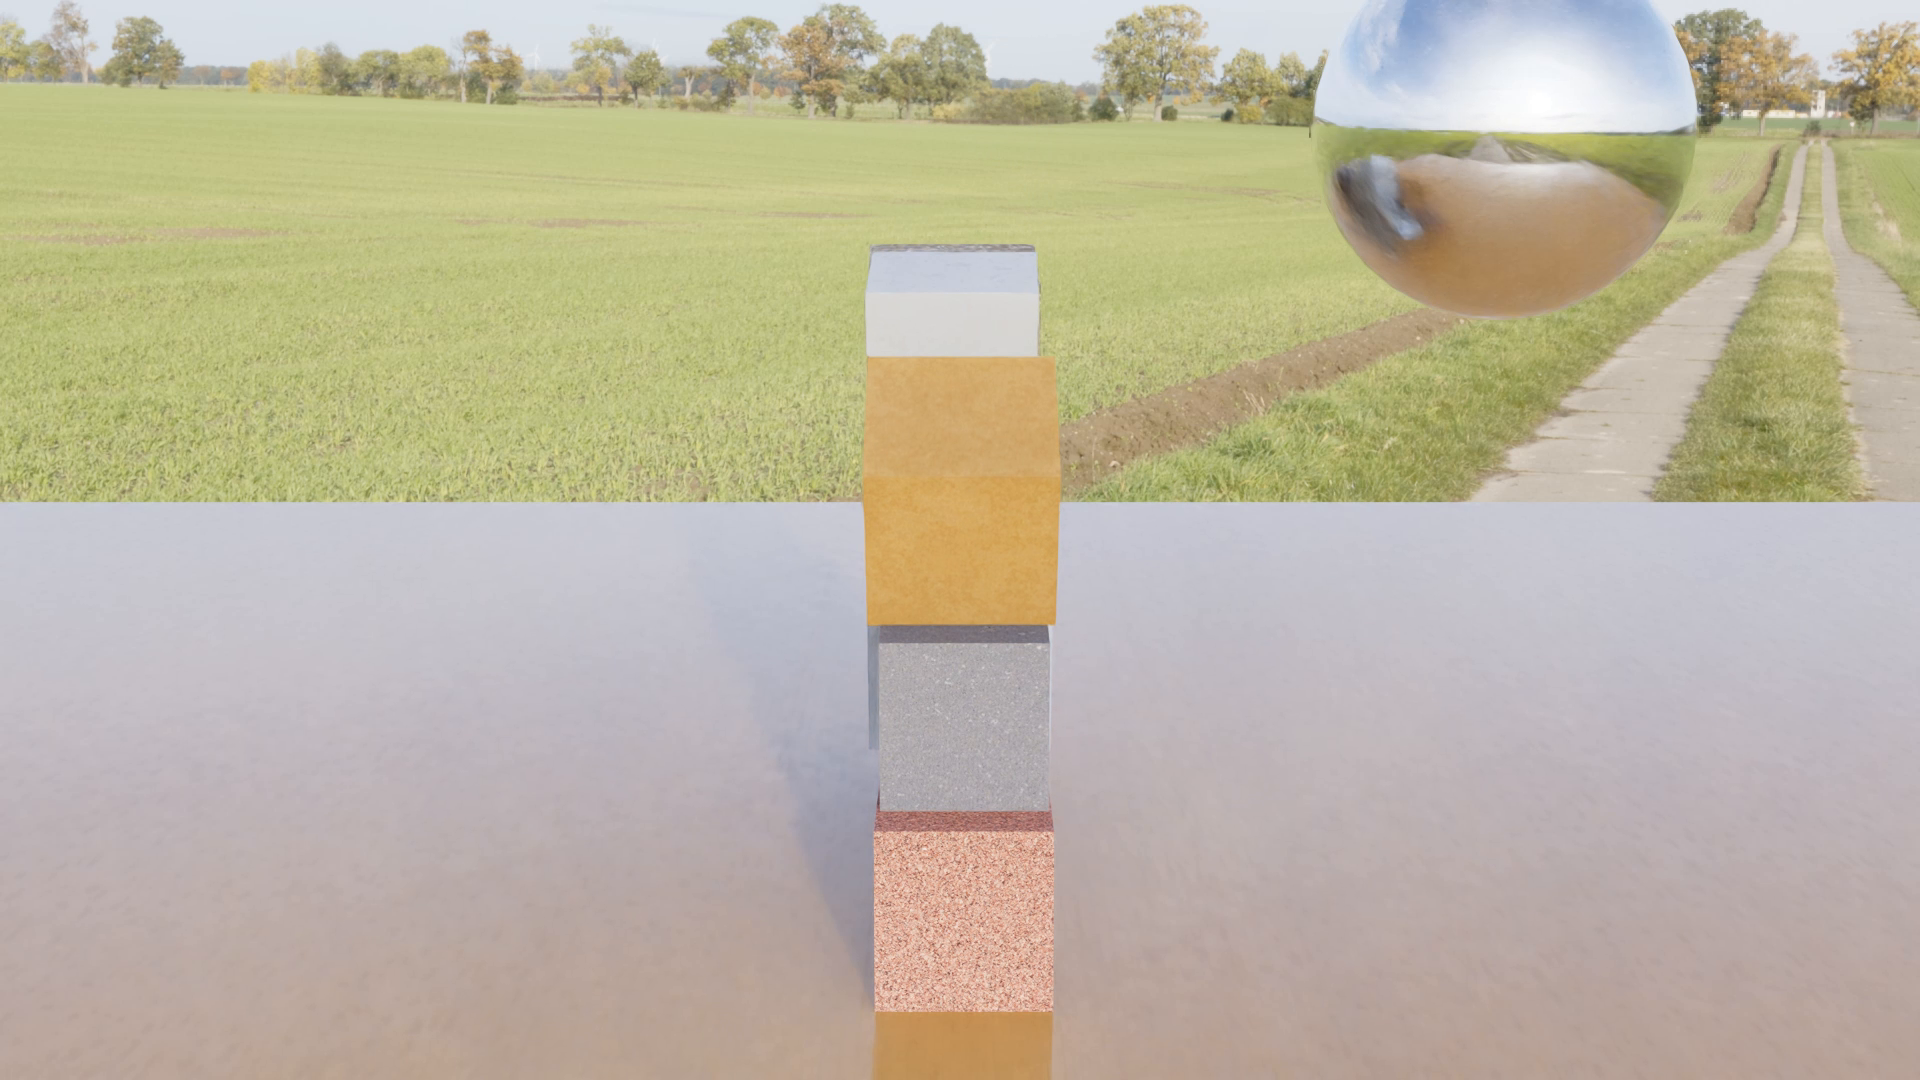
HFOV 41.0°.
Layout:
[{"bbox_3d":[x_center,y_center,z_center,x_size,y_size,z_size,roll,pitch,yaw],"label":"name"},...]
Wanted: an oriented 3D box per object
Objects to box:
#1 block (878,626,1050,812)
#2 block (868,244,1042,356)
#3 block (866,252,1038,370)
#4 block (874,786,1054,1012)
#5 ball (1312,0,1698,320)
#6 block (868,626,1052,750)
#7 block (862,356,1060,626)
[{"bbox_3d":[0.016,0.643,10.119,0.650,0.668,0.670,0,13,0],"label":"block"},{"bbox_3d":[-0.030,-0.862,11.215,0.729,0.692,0.668,0,23,-1],"label":"block"},{"bbox_3d":[-0.026,-0.813,10.509,0.682,0.592,0.598,0,22,1],"label":"block"},{"bbox_3d":[0.015,1.373,10.033,0.675,0.709,0.748,0,10,0],"label":"block"},{"bbox_3d":[2.295,-1.735,10.865,1.600,1.600,1.600,0,10,0],"label":"ball"},{"bbox_3d":[-0.002,0.372,10.860,0.753,0.768,0.755,0,22,0],"label":"block"},{"bbox_3d":[0.006,-0.192,9.995,0.732,0.757,0.728,0,42,0],"label":"block"}]
